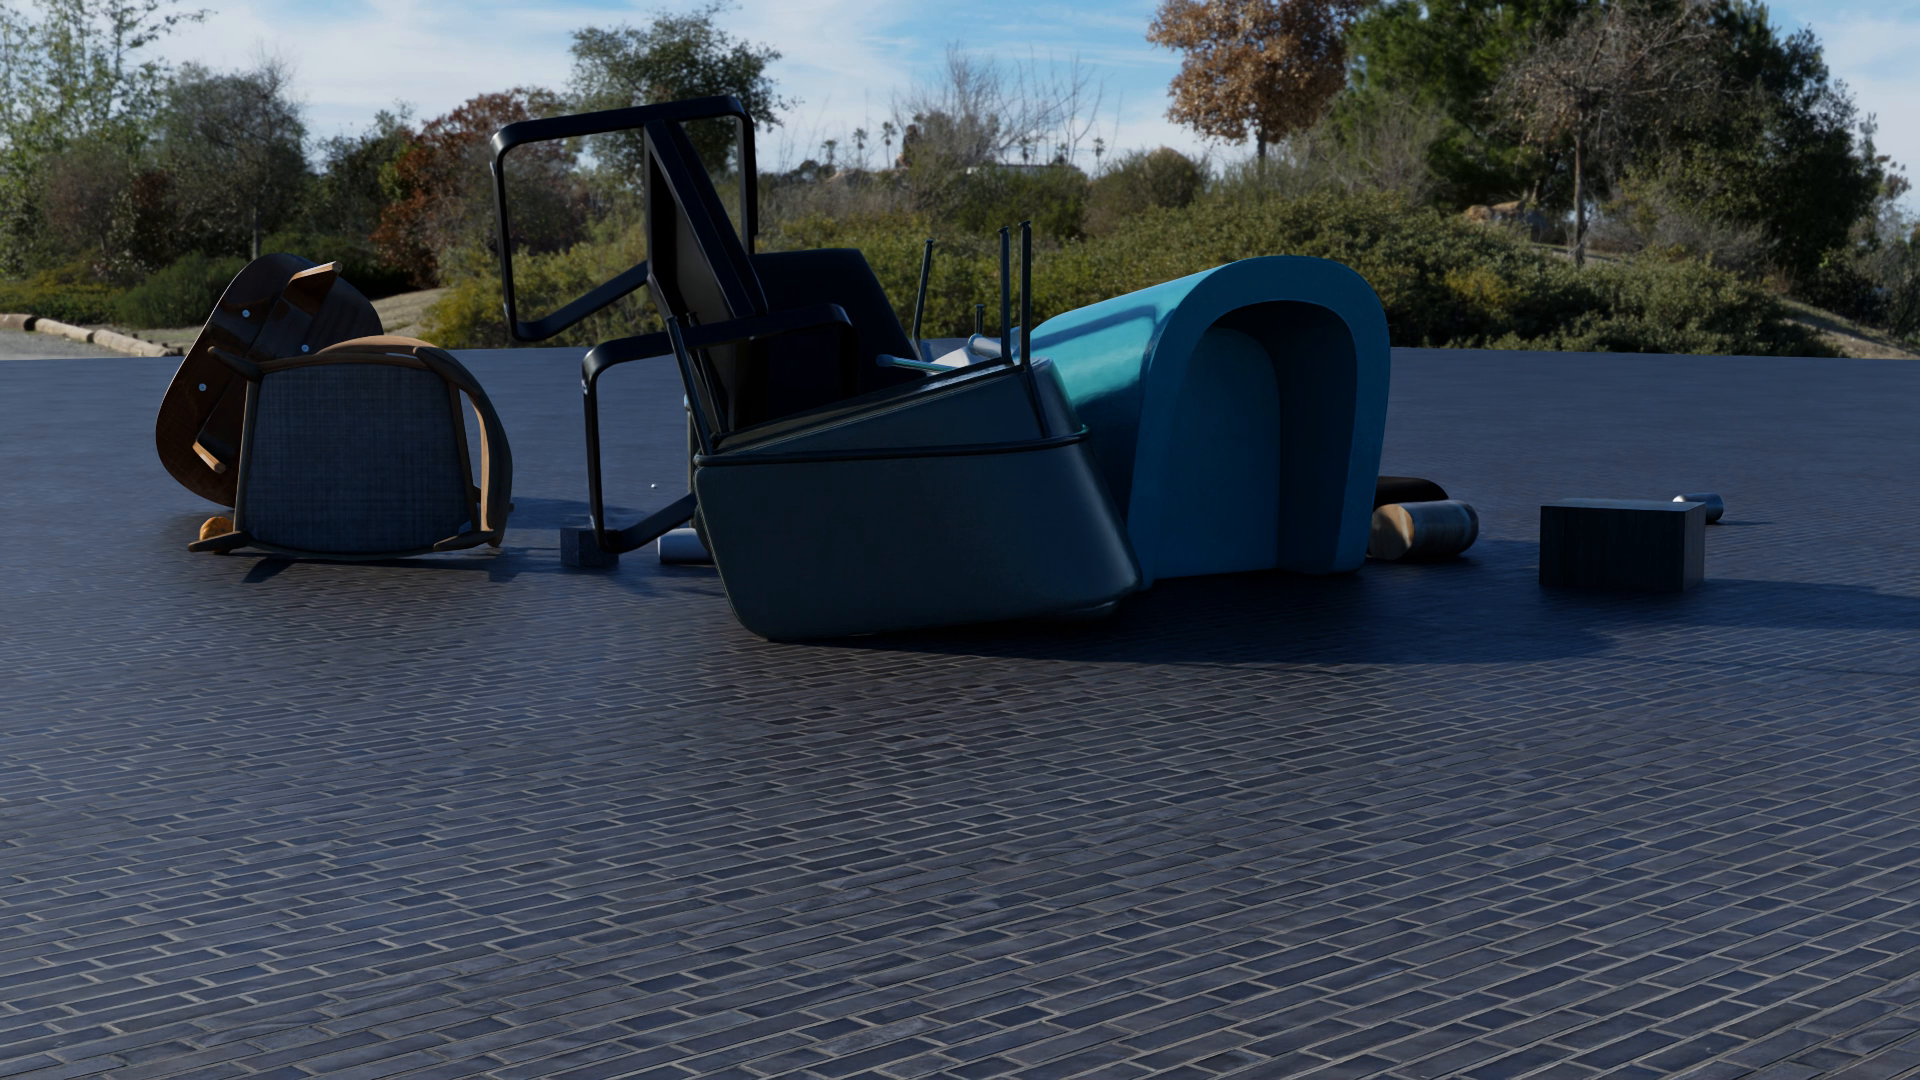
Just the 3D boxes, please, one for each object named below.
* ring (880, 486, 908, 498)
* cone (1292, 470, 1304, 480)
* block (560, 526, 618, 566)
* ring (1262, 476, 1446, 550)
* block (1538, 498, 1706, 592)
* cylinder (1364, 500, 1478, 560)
[{"bbox_3d":[-0.196,-0.141,7.628,0.067,0.032,0.111,-3,8,-41],"label":"ring"},{"bbox_3d":[1.054,-0.193,7.991,0.074,0.060,0.042,-3,6,-24],"label":"cone"},{"bbox_3d":[-0.853,0.012,5.904,0.096,0.079,0.112,-3,7,-30],"label":"block"},{"bbox_3d":[0.975,-0.069,6.317,0.463,0.159,0.459,0,5,9],"label":"ring"},{"bbox_3d":[1.426,0.007,5.519,0.301,0.169,0.238,3,7,26],"label":"block"},{"bbox_3d":[1.080,-0.024,6.006,0.211,0.129,0.168,-4,-7,-35],"label":"cylinder"}]
